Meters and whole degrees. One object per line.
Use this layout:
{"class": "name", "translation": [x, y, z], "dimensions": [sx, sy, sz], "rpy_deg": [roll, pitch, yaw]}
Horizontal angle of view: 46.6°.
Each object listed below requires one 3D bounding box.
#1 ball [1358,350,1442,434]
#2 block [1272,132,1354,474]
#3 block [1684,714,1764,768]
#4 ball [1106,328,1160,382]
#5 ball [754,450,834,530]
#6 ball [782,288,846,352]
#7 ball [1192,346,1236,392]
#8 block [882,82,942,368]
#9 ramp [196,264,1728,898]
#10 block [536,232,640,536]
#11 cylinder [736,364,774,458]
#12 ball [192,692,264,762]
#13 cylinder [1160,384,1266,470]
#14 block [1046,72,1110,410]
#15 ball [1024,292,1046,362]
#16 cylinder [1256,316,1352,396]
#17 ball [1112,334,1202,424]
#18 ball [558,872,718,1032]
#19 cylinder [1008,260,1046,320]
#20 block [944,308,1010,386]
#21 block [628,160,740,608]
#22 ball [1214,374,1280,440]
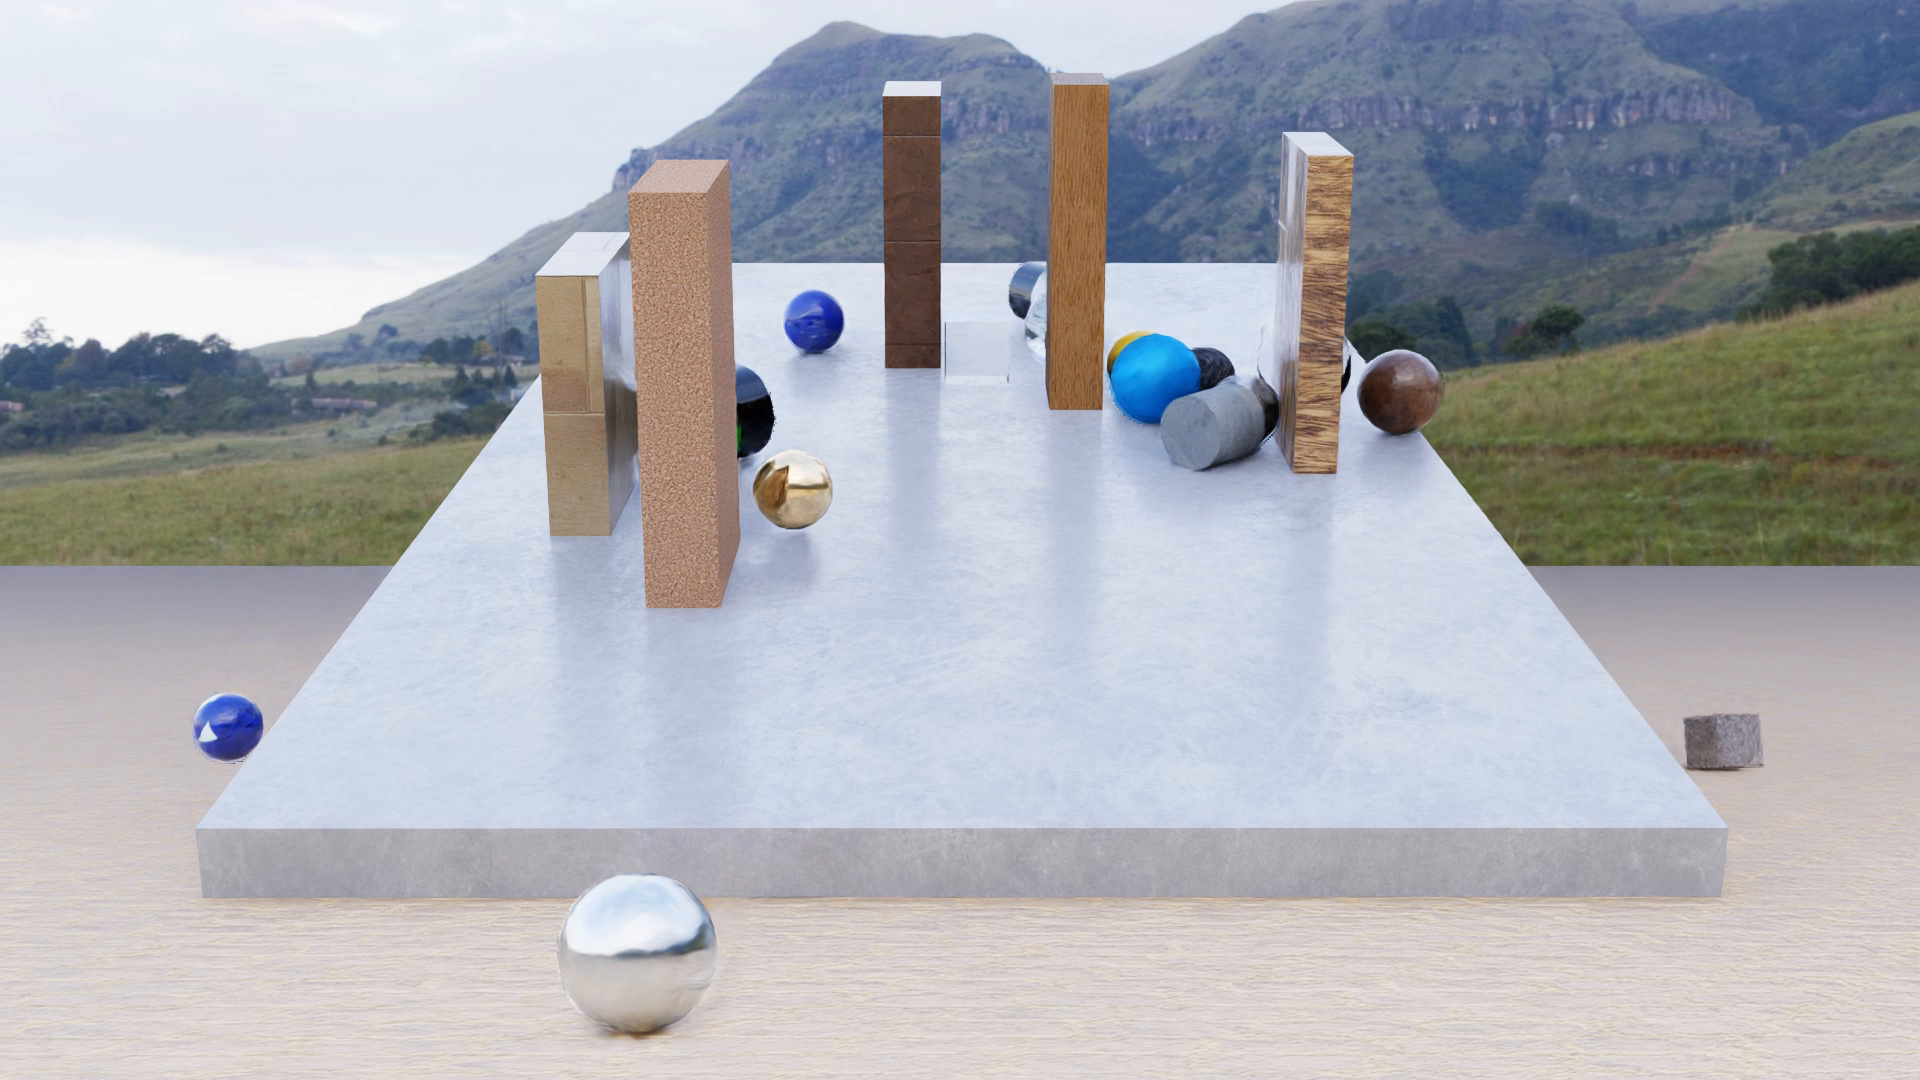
{"class": "ball", "translation": [0.947, -0.319, 4.804], "dimensions": [0.181, 0.181, 0.181], "rpy_deg": [0, 0, 0]}
{"class": "block", "translation": [0.718, -0.493, 4.588], "dimensions": [0.088, 0.641, 0.353], "rpy_deg": [0, 18, 0]}
{"class": "block", "translation": [1.615, 0.426, 4.722], "dimensions": [0.109, 0.109, 0.109], "rpy_deg": [0, -7, -18]}
{"class": "ball", "translation": [0.416, -0.399, 5.080], "dimensions": [0.164, 0.164, 0.164], "rpy_deg": [0, 0, 0]}
{"class": "ball", "translation": [-0.307, -0.092, 4.104], "dimensions": [0.148, 0.148, 0.148], "rpy_deg": [0, 0, 0]}
{"class": "ball", "translation": [-0.364, -0.547, 5.555], "dimensions": [0.157, 0.157, 0.157], "rpy_deg": [0, 0, 0]}
{"class": "ball", "translation": [0.546, -0.362, 5.000], "dimensions": [0.143, 0.143, 0.143], "rpy_deg": [0, 0, 0]}
{"class": "block", "translation": [-0.114, -0.774, 5.454], "dimensions": [0.135, 0.651, 0.315], "rpy_deg": [0, 18, 0]}
{"class": "ramp", "translation": [-0.003, -0.181, 4.830], "dimensions": [2.000, 0.100, 4.000], "rpy_deg": [0, 18, 0]}
{"class": "block", "translation": [-0.700, -0.306, 4.252], "dimensions": [0.112, 0.486, 0.445], "rpy_deg": [0, 18, 0]}
{"class": "cylinder", "translation": [-0.516, -0.248, 4.552], "dimensions": [0.193, 0.193, 0.193], "rpy_deg": [0, 13, 41]}
{"class": "ball", "translation": [-1.503, 0.384, 4.584], "dimensions": [0.140, 0.140, 0.140], "rpy_deg": [0, 0, 0]}
{"class": "cylinder", "translation": [0.519, -0.233, 4.577], "dimensions": [0.153, 0.153, 0.153], "rpy_deg": [0, 12, 45]}
{"class": "block", "translation": [0.261, -0.673, 5.025], "dimensions": [0.119, 0.720, 0.246], "rpy_deg": [0, 18, 0]}
{"class": "ball", "translation": [0.252, -0.515, 5.397], "dimensions": [0.193, 0.193, 0.193], "rpy_deg": [0, 0, 0]}
{"class": "cylinder", "translation": [0.777, -0.412, 5.055], "dimensions": [0.207, 0.207, 0.207], "rpy_deg": [0, 17, 7]}
{"class": "ball", "translation": [0.429, -0.352, 4.878], "dimensions": [0.197, 0.197, 0.197], "rpy_deg": [0, 0, 0]}
{"class": "ball", "translation": [-0.304, 0.389, 2.108], "dimensions": [0.149, 0.149, 0.149], "rpy_deg": [0, 0, 0]}
{"class": "cylinder", "translation": [0.239, -0.637, 5.835], "dimensions": [0.163, 0.163, 0.163], "rpy_deg": [0, 15, -34]}
{"class": "block", "translation": [0.042, -0.458, 5.285], "dimensions": [0.152, 0.152, 0.152], "rpy_deg": [0, 18, 1]}
{"class": "block", "translation": [-0.463, -0.273, 3.803], "dimensions": [0.124, 0.695, 0.372], "rpy_deg": [0, 18, 0]}
{"class": "ball", "translation": [0.597, -0.275, 4.707], "dimensions": [0.153, 0.153, 0.153], "rpy_deg": [0, 0, 0]}
